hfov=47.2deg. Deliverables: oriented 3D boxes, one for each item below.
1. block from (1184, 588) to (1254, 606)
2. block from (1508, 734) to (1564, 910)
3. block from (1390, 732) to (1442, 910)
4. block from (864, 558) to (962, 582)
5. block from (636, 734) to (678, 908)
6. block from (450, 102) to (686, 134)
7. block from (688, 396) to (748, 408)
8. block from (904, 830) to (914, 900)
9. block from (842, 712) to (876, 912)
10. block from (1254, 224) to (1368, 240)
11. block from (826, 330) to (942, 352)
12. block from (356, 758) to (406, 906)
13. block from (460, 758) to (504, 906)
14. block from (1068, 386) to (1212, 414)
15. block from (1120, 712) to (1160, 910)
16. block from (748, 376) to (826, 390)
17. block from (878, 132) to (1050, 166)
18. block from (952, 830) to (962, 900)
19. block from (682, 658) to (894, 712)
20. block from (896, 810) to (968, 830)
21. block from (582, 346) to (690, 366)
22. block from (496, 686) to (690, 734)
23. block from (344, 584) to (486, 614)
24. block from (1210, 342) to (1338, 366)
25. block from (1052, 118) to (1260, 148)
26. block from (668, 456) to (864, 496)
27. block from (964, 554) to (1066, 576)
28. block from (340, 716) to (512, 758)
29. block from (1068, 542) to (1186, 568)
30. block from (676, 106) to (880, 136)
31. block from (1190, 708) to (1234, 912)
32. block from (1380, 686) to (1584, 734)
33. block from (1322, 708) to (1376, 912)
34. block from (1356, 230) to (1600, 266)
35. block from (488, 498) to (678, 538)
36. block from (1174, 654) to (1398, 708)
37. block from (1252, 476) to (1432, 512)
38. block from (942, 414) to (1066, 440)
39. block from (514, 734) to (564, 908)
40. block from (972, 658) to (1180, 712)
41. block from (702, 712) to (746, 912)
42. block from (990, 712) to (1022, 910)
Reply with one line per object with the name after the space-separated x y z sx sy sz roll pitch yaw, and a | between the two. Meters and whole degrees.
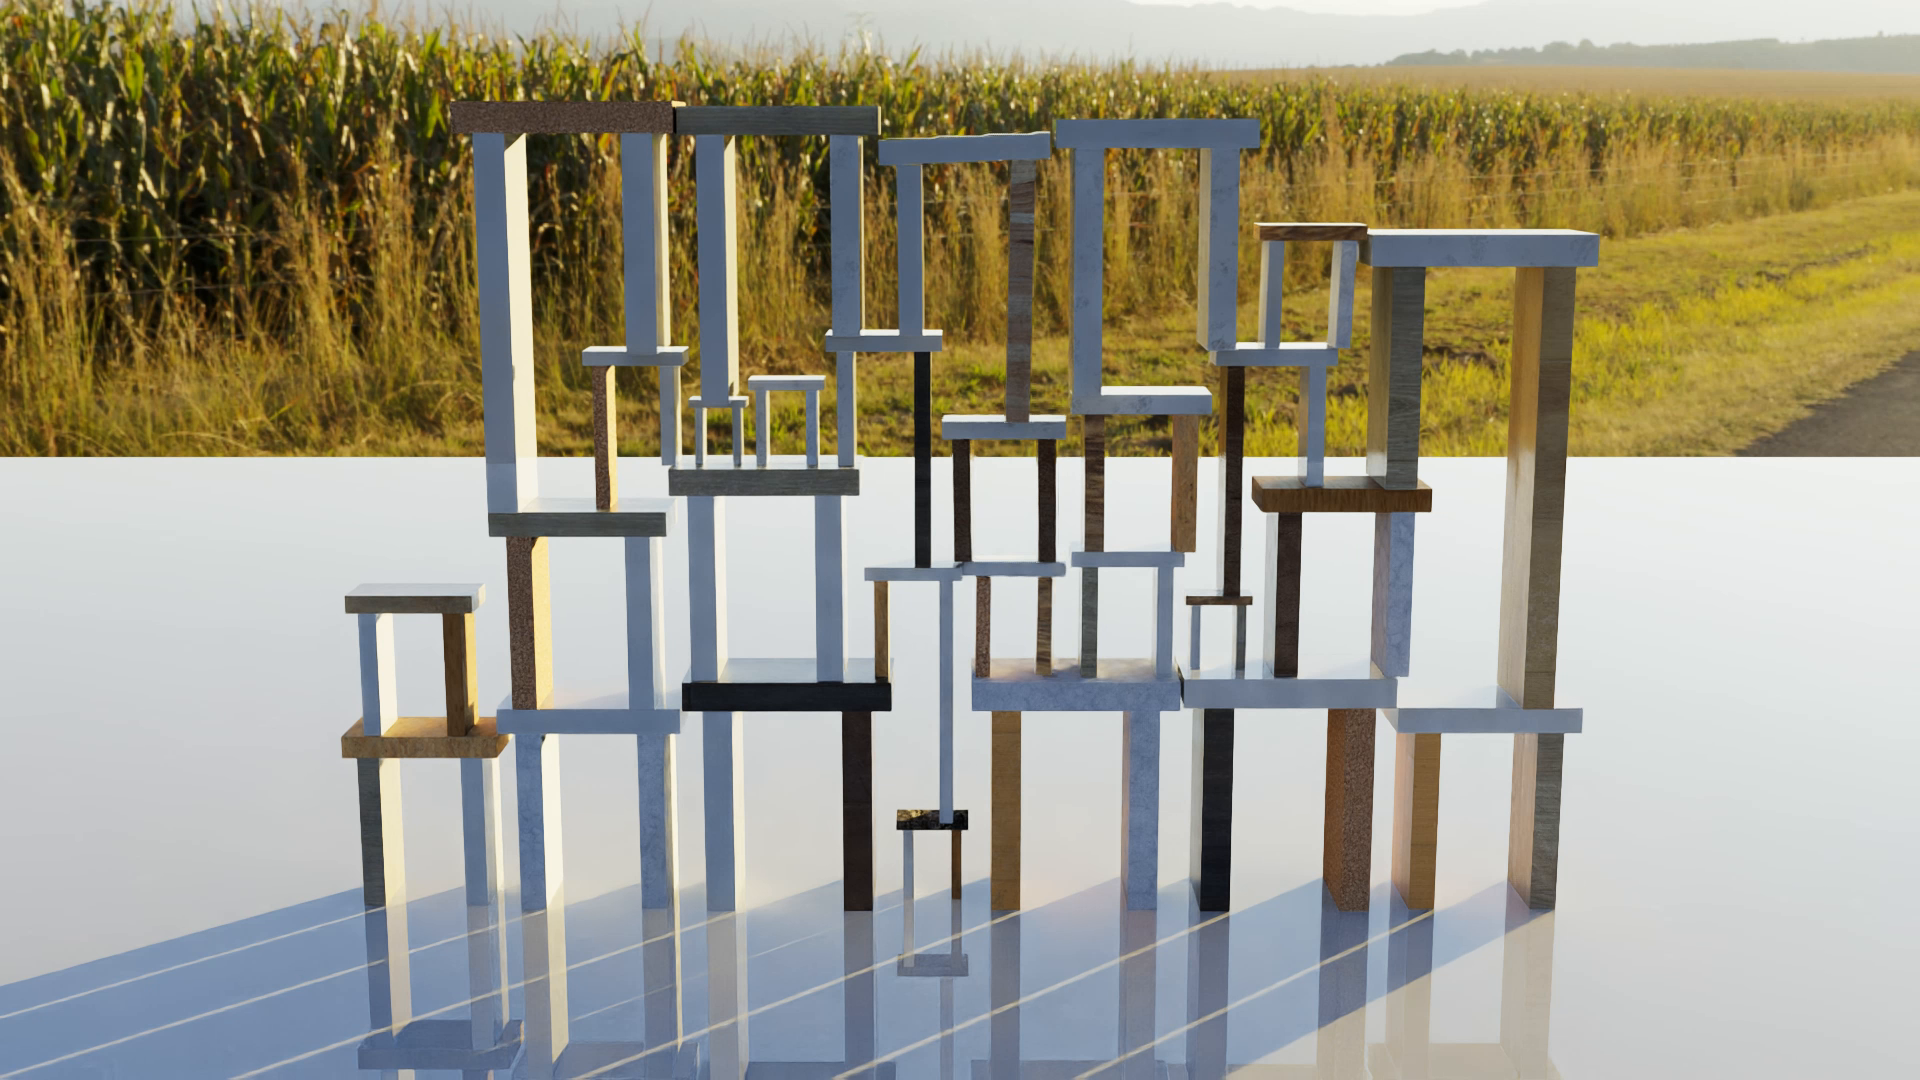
0.419 0.093 3.578 0.108 0.015 0.054 0 11 1 | block
0.952 0.444 3.642 0.042 0.297 0.148 0 11 0 | block
0.754 0.444 3.642 0.042 0.297 0.149 0 11 0 | block
-0.075 0.048 3.565 0.158 0.022 0.079 0 11 0 | block
-0.500 0.445 3.643 0.042 0.295 0.148 0 11 0 | block
-0.608 -0.661 3.438 0.338 0.048 0.169 0 11 0 | block
-0.386 -0.221 3.516 0.091 0.013 0.045 0 11 1 | block
-0.085 0.531 3.661 0.017 0.119 0.059 0 11 0 | block
-0.166 0.425 3.638 0.048 0.336 0.168 0 11 0 | block
0.551 -0.485 3.464 0.167 0.024 0.084 0 11 1 | block
-0.120 -0.317 3.498 0.183 0.026 0.091 0 11 0 | block
-0.960 0.466 3.650 0.036 0.251 0.126 0 11 0 | block
-0.793 0.466 3.650 0.036 0.251 0.126 0 11 0 | block
0.287 -0.224 3.521 0.221 0.031 0.111 0 11 0 | block
0.298 0.424 3.643 0.047 0.335 0.167 0 11 0 | block
-0.276 -0.251 3.509 0.120 0.017 0.060 0 11 0 | block
0.009 -0.613 3.439 0.264 0.037 0.132 -2 12 3 | block
-0.006 0.531 3.661 0.017 0.119 0.059 0 11 0 | block
-0.278 0.237 3.604 0.336 0.048 0.168 0 11 0 | block
-0.046 0.464 3.649 0.119 0.017 0.059 0 11 0 | block
-0.516 -0.293 3.506 0.159 0.023 0.080 0 11 0 | block
-0.598 0.279 3.613 0.295 0.042 0.148 0 11 0 | block
-0.884 0.094 3.574 0.203 0.029 0.102 0 11 0 | block
0.498 -0.296 3.503 0.192 0.027 0.096 0 11 0 | block
0.302 -0.635 3.436 0.310 0.044 0.155 0 11 -1 | block
-0.309 -0.104 3.540 0.301 0.043 0.151 0 11 0 | block
0.089 0.041 3.548 0.164 0.023 0.082 0 8 4 | block
-0.876 0.325 3.624 0.251 0.036 0.126 0 11 0 | block
0.269 0.023 3.563 0.182 0.026 0.091 0 11 0 | block
-0.281 -0.656 3.439 0.309 0.044 0.154 0 11 -1 | block
0.416 0.422 3.638 0.048 0.341 0.171 0 11 0 | block
0.853 0.277 3.611 0.297 0.042 0.149 0 11 0 | block
0.643 0.422 3.638 0.048 0.341 0.171 0 11 0 | block
0.811 -0.462 3.478 0.349 0.049 0.175 0 11 0 | block
-0.605 -0.037 3.548 0.282 0.040 0.141 0 11 0 | block
0.529 0.231 3.603 0.341 0.048 0.171 0 11 0 | block
0.612 -0.075 3.541 0.268 0.038 0.134 0 11 0 | block
0.072 -0.181 3.523 0.196 0.028 0.098 0 9 3 | block
-0.697 0.445 3.643 0.042 0.295 0.148 0 11 0 | block
0.186 0.237 3.608 0.335 0.047 0.167 0 11 0 | block
-0.390 0.425 3.638 0.048 0.336 0.168 0 11 0 | block
0.075 0.425 3.643 0.047 0.335 0.167 0 11 0 | block
